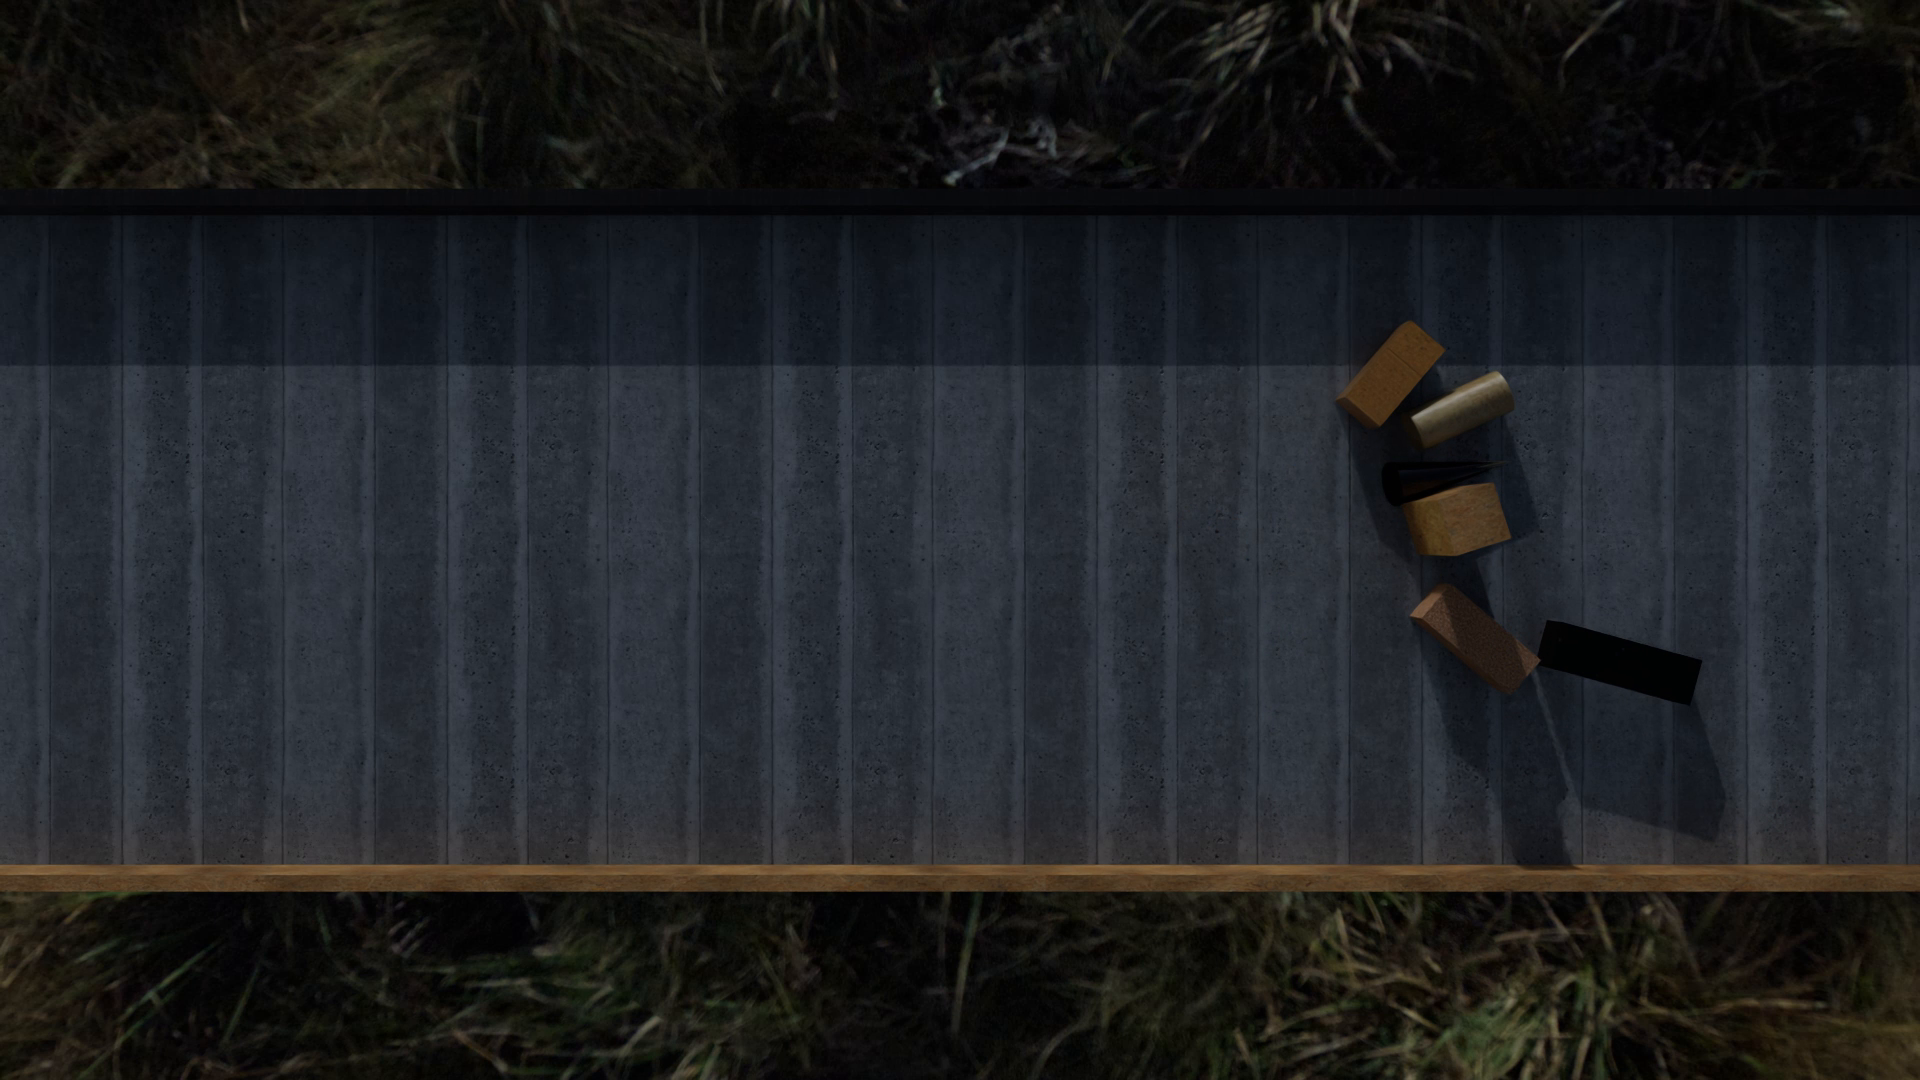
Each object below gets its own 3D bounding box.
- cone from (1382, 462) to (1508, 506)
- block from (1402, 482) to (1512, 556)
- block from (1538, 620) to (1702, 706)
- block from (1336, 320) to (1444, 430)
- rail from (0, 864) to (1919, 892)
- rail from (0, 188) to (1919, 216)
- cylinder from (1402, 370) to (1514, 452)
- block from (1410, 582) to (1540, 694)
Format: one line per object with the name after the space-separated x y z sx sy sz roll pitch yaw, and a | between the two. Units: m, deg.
1.507 -0.206 5.043 0.402 0.136 0.136 -11 90 -10 | cone
1.461 -0.059 4.878 0.167 0.396 0.167 -18 90 0 | block
1.996 0.371 5.006 0.431 0.141 0.141 15 90 0 | block
1.304 -0.499 5.007 0.138 0.138 0.302 40 90 0 | block
-2.247 1.025 5.001 12.000 0.150 0.050 0 90 0 | rail
-2.247 -1.025 5.002 12.000 0.150 0.050 0 90 0 | rail
1.511 -0.390 5.009 0.303 0.134 0.134 -24 90 0 | cylinder
1.562 0.297 5.009 0.354 0.136 0.136 40 90 0 | block
